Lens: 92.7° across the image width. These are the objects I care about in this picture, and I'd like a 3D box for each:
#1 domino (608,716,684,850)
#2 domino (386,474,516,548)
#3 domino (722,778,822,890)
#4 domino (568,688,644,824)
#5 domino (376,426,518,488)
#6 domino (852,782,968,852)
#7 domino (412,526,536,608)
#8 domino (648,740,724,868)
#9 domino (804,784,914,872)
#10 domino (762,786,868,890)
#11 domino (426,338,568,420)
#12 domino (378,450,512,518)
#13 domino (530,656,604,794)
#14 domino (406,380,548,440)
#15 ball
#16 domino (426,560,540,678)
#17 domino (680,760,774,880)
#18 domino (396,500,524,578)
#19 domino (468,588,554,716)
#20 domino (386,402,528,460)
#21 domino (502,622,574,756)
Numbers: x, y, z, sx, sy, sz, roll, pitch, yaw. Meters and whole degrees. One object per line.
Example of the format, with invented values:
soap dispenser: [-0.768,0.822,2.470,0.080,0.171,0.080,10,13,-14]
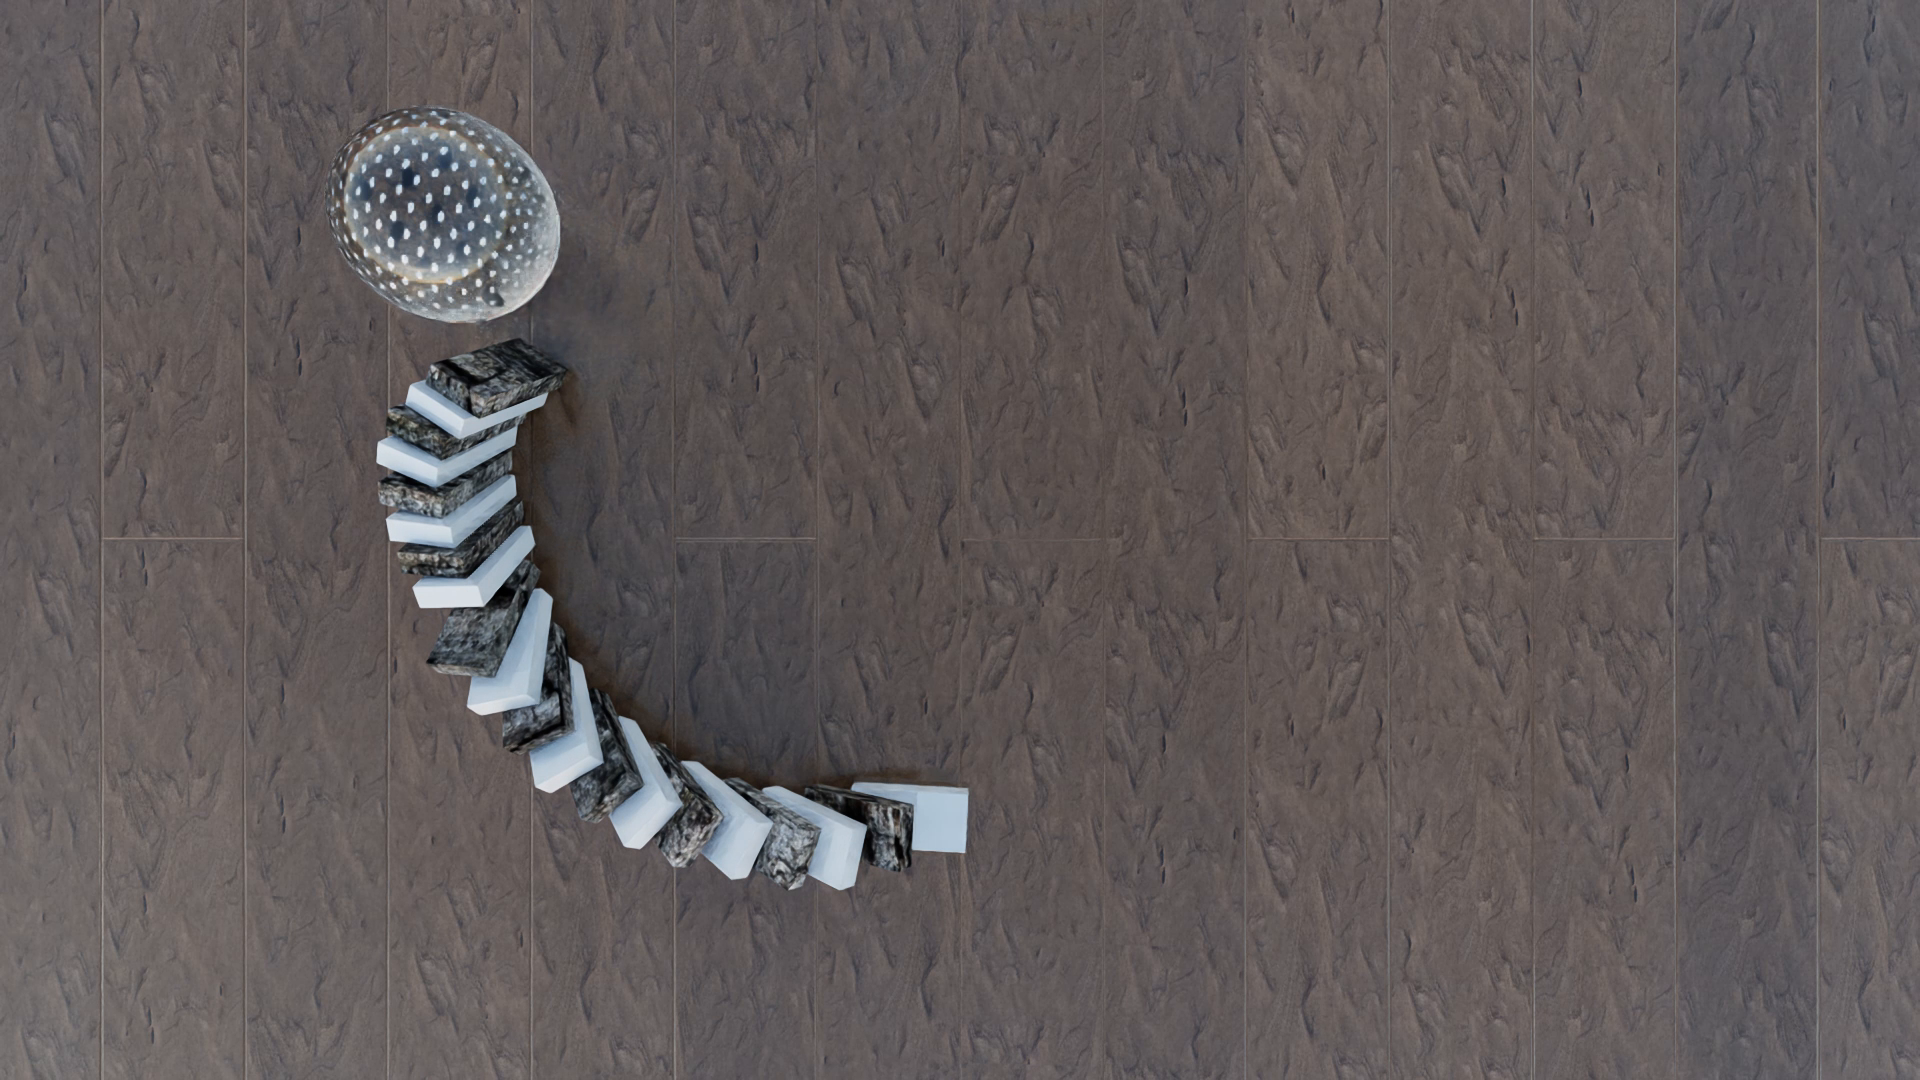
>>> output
domino: [-0.137,0.100,0.382,0.025,0.010,0.050,-46,55,0]
domino: [-0.207,-0.014,0.376,0.025,0.050,0.010,7,118,0]
domino: [-0.083,0.122,0.383,0.050,0.010,0.025,20,91,31]
domino: [-0.152,0.089,0.382,0.025,0.010,0.050,-39,55,1]
domino: [-0.209,-0.040,0.376,0.025,0.050,0.010,24,118,0]
domino: [-0.022,0.119,0.395,0.050,0.010,0.025,3,90,0]
domino: [-0.198,0.010,0.376,0.025,0.050,0.010,-1,118,0]
domino: [-0.121,0.109,0.382,0.050,0.009,0.025,35,90,35]
domino: [-0.043,0.119,0.382,0.050,0.010,0.025,2,89,32]
domino: [-0.064,0.123,0.383,0.050,0.010,0.025,13,91,32]
domino: [-0.189,-0.067,0.376,0.025,0.050,0.009,33,118,0]
domino: [-0.209,-0.027,0.376,0.025,0.050,0.010,14,118,0]
domino: [-0.167,0.076,0.382,0.025,0.009,0.050,-30,56,0]
domino: [-0.196,-0.059,0.376,0.025,0.050,0.010,33,118,0]
ball: [-0.201,-0.126,0.360,0.080,0.080,0.080,0,90,0]
domino: [-0.197,0.031,0.381,0.025,0.010,0.050,3,58,10]
domino: [-0.103,0.116,0.383,0.050,0.010,0.025,26,90,31]
domino: [-0.203,-0.002,0.376,0.025,0.050,0.010,5,119,0]
domino: [-0.187,0.046,0.382,0.025,0.010,0.050,-12,56,3]
domino: [-0.205,-0.051,0.376,0.025,0.050,0.010,30,118,0]
domino: [-0.177,0.061,0.382,0.025,0.009,0.050,-23,55,1]
